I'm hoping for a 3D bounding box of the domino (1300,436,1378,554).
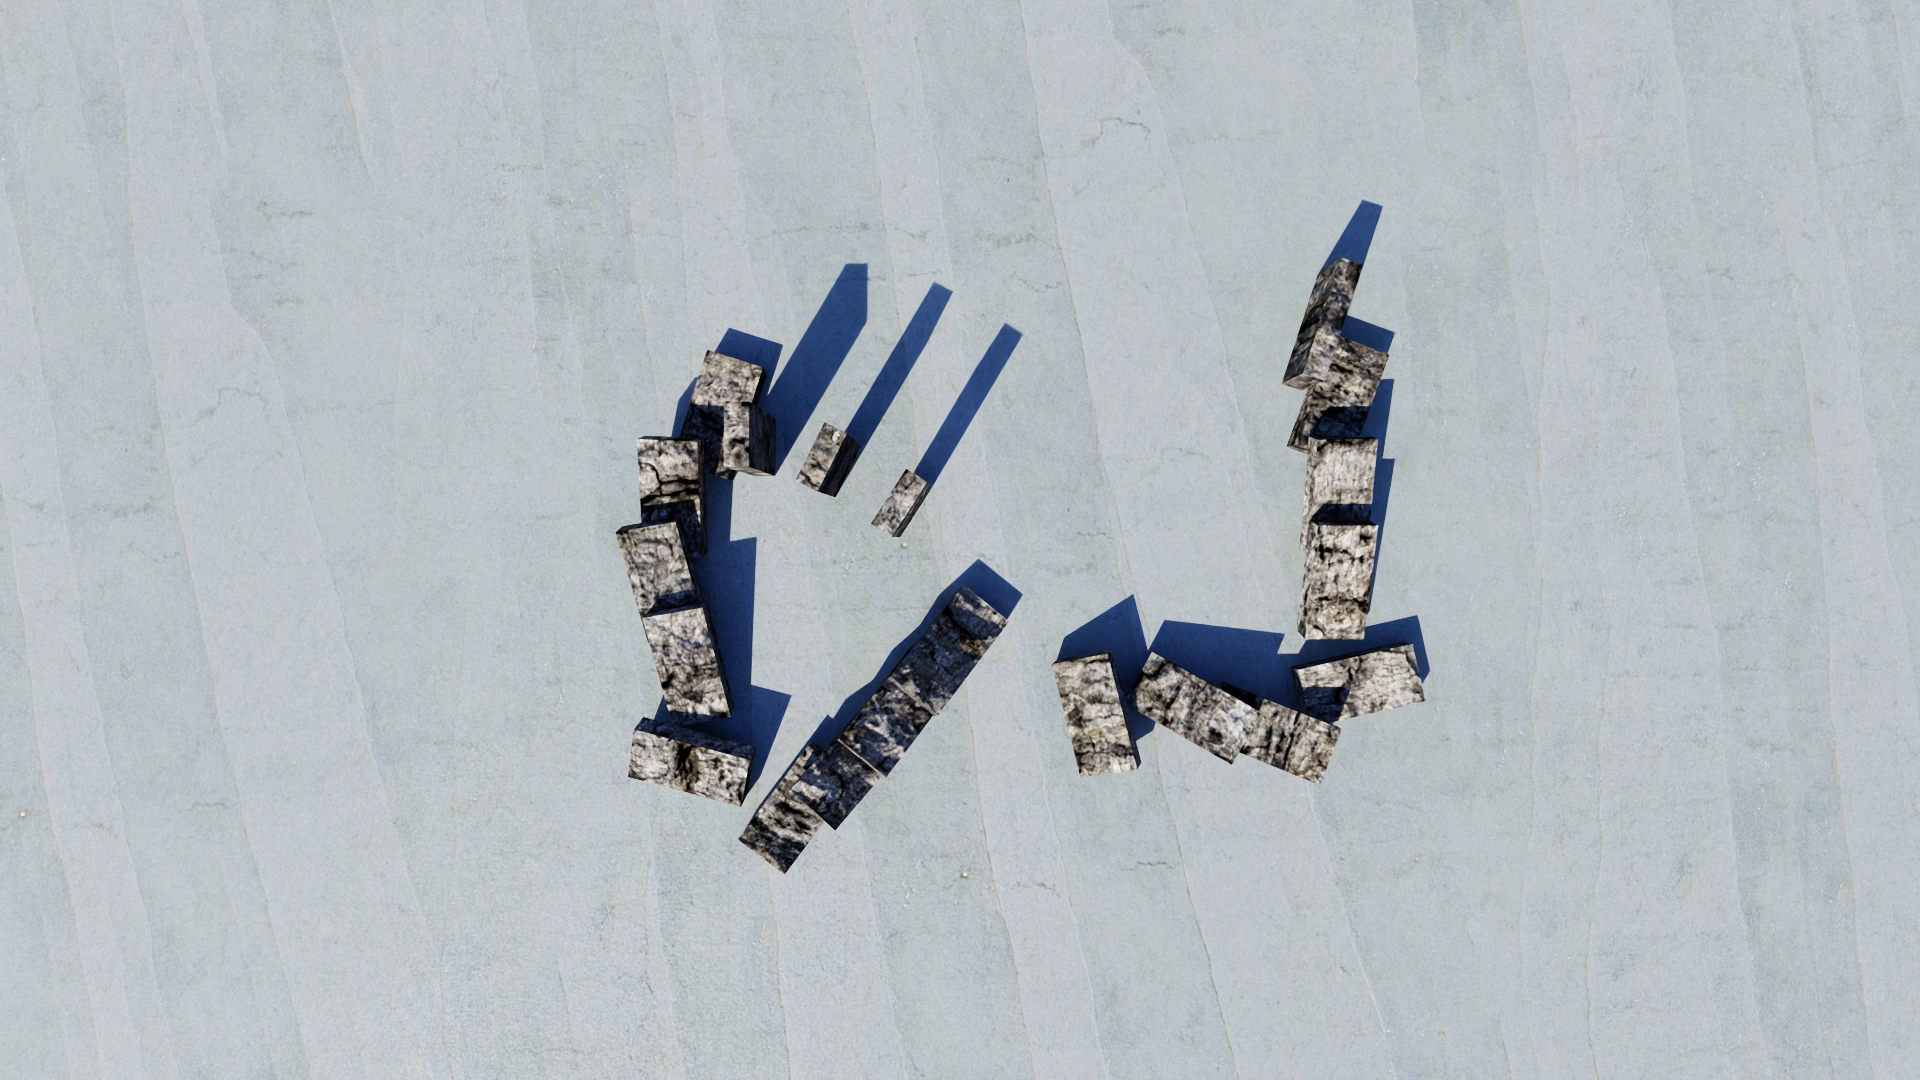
[{"bbox_3d":[0.161,-0.019,0.389,0.025,0.010,0.050,-1,105,0],"label":"domino"}]

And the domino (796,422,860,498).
[{"bbox_3d":[-0.053,-0.032,0.375,0.009,0.050,0.025,27,90,0],"label":"domino"}]

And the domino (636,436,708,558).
[{"bbox_3d":[-0.122,-0.018,0.389,0.025,0.009,0.050,2,106,0],"label":"domino"}]

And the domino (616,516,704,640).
[{"bbox_3d":[-0.125,0.017,0.388,0.025,0.010,0.050,-10,107,0],"label":"domino"}]

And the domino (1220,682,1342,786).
[{"bbox_3d":[0.132,0.082,0.389,0.050,0.009,0.025,21,90,15],"label":"domino"}]

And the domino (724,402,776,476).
[{"bbox_3d":[-0.085,-0.040,0.375,0.009,0.050,0.025,0,90,0],"label":"domino"}]

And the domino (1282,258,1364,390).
[{"bbox_3d":[0.153,-0.090,0.388,0.010,0.025,0.050,18,90,0],"label":"domino"}]

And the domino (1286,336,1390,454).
[{"bbox_3d":[0.163,-0.060,0.395,0.025,0.009,0.050,20,90,0],"label":"domino"}]

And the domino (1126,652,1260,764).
[{"bbox_3d":[0.098,0.071,0.389,0.050,0.010,0.025,29,93,14],"label":"domino"}]

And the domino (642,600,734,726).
[{"bbox_3d":[-0.115,0.053,0.389,0.025,0.010,0.050,-10,105,0],"label":"domino"}]

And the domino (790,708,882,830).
[{"bbox_3d":[-0.045,0.094,0.388,0.025,0.009,0.050,42,71,0],"label":"domino"}]

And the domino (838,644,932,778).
[{"bbox_3d":[-0.026,0.072,0.387,0.025,0.010,0.050,39,71,-1],"label":"domino"}]

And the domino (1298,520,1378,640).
[{"bbox_3d":[0.160,0.017,0.389,0.025,0.010,0.050,0,106,0],"label":"domino"}]

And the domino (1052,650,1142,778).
[{"bbox_3d":[0.058,0.074,0.391,0.025,0.010,0.050,-14,90,23],"label":"domino"}]

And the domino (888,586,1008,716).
[{"bbox_3d":[-0.005,0.047,0.388,0.025,0.009,0.050,39,72,0],"label":"domino"}]

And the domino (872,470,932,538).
[{"bbox_3d":[-0.023,-0.014,0.375,0.010,0.050,0.025,33,90,0],"label":"domino"}]

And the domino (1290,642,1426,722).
[{"bbox_3d":[0.171,0.062,0.395,0.050,0.009,0.025,-13,90,0],"label":"domino"}]

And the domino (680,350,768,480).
[{"bbox_3d":[-0.103,-0.054,0.395,0.025,0.009,0.050,18,90,0],"label":"domino"}]

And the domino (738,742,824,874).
[{"bbox_3d":[-0.070,0.115,0.395,0.025,0.010,0.050,37,90,0],"label":"domino"}]

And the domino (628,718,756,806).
[{"bbox_3d":[-0.114,0.095,0.391,0.050,0.010,0.025,15,113,0],"label":"domino"}]
